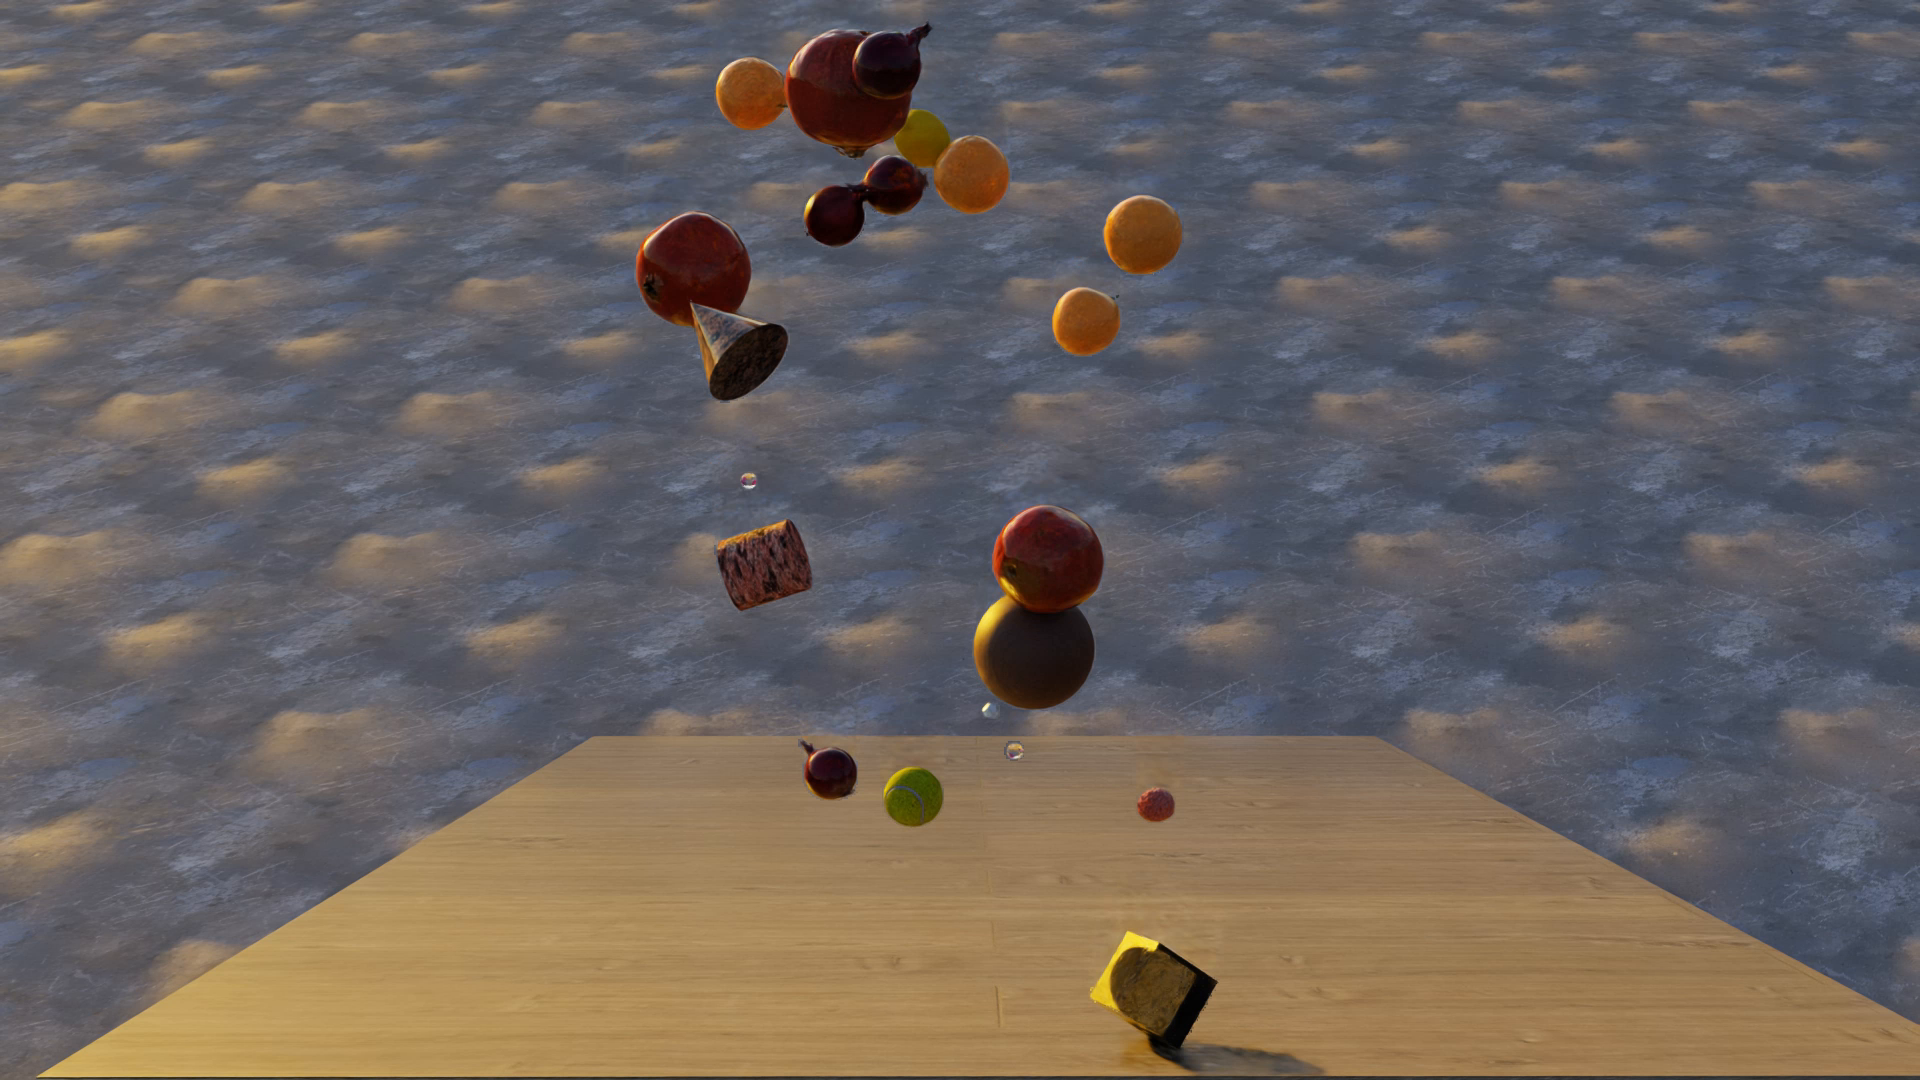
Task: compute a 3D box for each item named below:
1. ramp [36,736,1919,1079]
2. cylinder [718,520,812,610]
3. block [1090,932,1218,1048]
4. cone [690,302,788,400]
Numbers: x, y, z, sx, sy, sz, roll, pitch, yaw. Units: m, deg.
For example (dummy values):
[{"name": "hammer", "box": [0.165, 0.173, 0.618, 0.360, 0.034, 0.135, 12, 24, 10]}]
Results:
[{"name": "ramp", "box": [0.064, 0.572, 4.614, 2.000, 0.100, 4.000, 0, 1, 0]}, {"name": "cylinder", "box": [-0.206, 0.026, 2.731, 0.077, 0.077, 0.077, -18, 27, 8]}, {"name": "block", "box": [0.208, 0.483, 2.778, 0.082, 0.082, 0.082, 35, -11, -17]}, {"name": "cone", "box": [-0.227, -0.196, 2.437, 0.092, 0.092, 0.092, -25, 60, -38]}]
